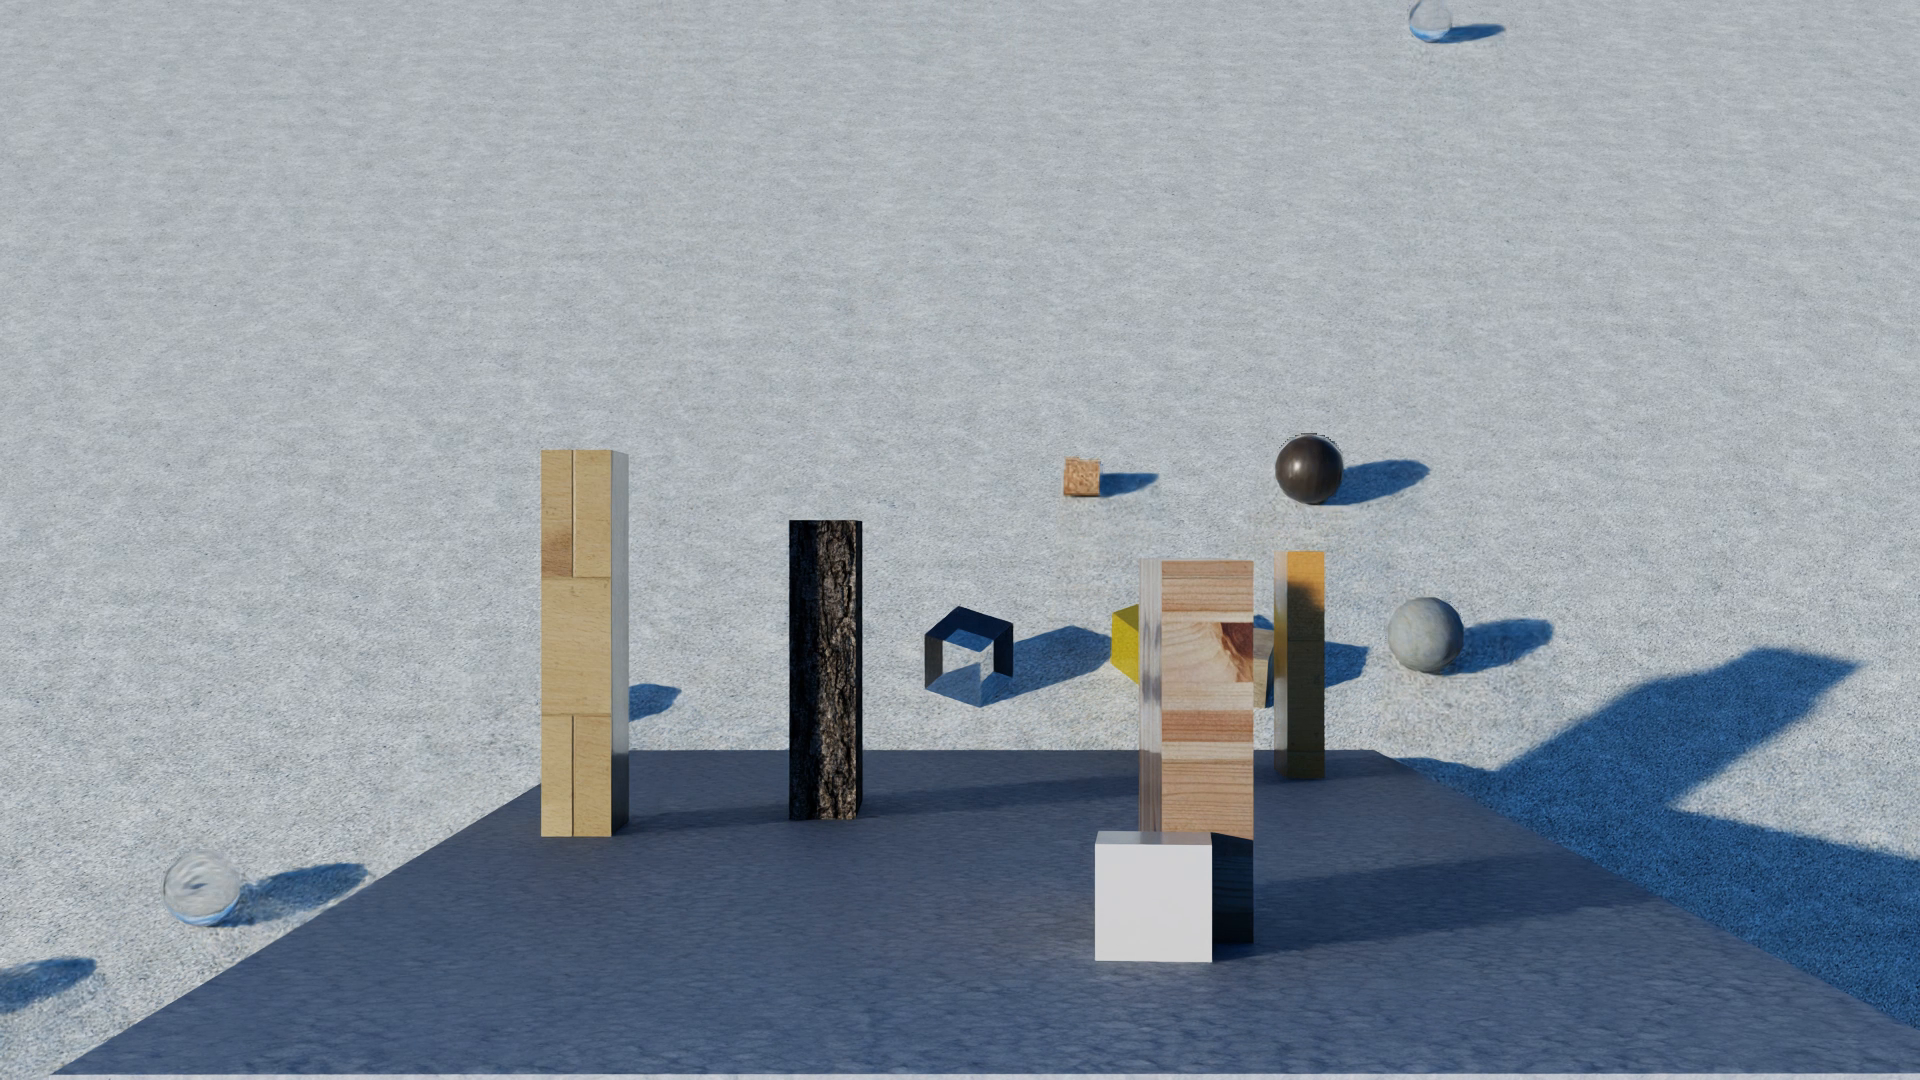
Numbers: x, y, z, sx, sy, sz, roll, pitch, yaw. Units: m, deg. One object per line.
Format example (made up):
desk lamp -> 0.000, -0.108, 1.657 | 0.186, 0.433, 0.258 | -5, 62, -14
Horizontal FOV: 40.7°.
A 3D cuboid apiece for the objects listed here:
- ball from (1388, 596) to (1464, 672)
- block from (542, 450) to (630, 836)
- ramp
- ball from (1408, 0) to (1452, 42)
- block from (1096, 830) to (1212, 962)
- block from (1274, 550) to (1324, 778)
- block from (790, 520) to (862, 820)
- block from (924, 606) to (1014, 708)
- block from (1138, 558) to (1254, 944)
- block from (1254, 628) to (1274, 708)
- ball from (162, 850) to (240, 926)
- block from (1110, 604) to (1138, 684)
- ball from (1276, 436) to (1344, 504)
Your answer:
ball -> 1.279, 0.260, 7.103 | 0.209, 0.209, 0.209 | 0, 30, 0
block -> -0.704, 0.189, 4.872 | 0.128, 0.709, 0.259 | 0, 0, 0
ramp -> 0.066, 0.593, 4.648 | 2.000, 0.100, 4.000 | 0, 0, 0
ball -> 2.126, -2.351, 11.703 | 0.195, 0.195, 0.195 | 0, 30, 0
block -> 0.257, 0.470, 3.424 | 0.151, 0.151, 0.151 | 0, 0, 5
block -> 0.784, 0.283, 5.985 | 0.085, 0.514, 0.245 | 0, 0, 0
block -> -0.268, 0.252, 5.212 | 0.129, 0.581, 0.370 | 0, 0, 0
block -> 0.025, 0.317, 7.037 | 0.176, 0.176, 0.176 | 17, 34, 27
block -> 0.335, 0.286, 3.718 | 0.124, 0.517, 0.440 | 0, 0, 0
block -> 0.769, 0.341, 7.016 | 0.154, 0.154, 0.154 | 8, 31, 14
ball -> -1.800, 0.827, 6.138 | 0.178, 0.178, 0.178 | 0, 30, 0
block -> 0.532, 0.283, 7.107 | 0.165, 0.165, 0.165 | -18, 34, -28
ball -> 1.073, -0.216, 7.939 | 0.209, 0.209, 0.209 | 0, 30, 0
